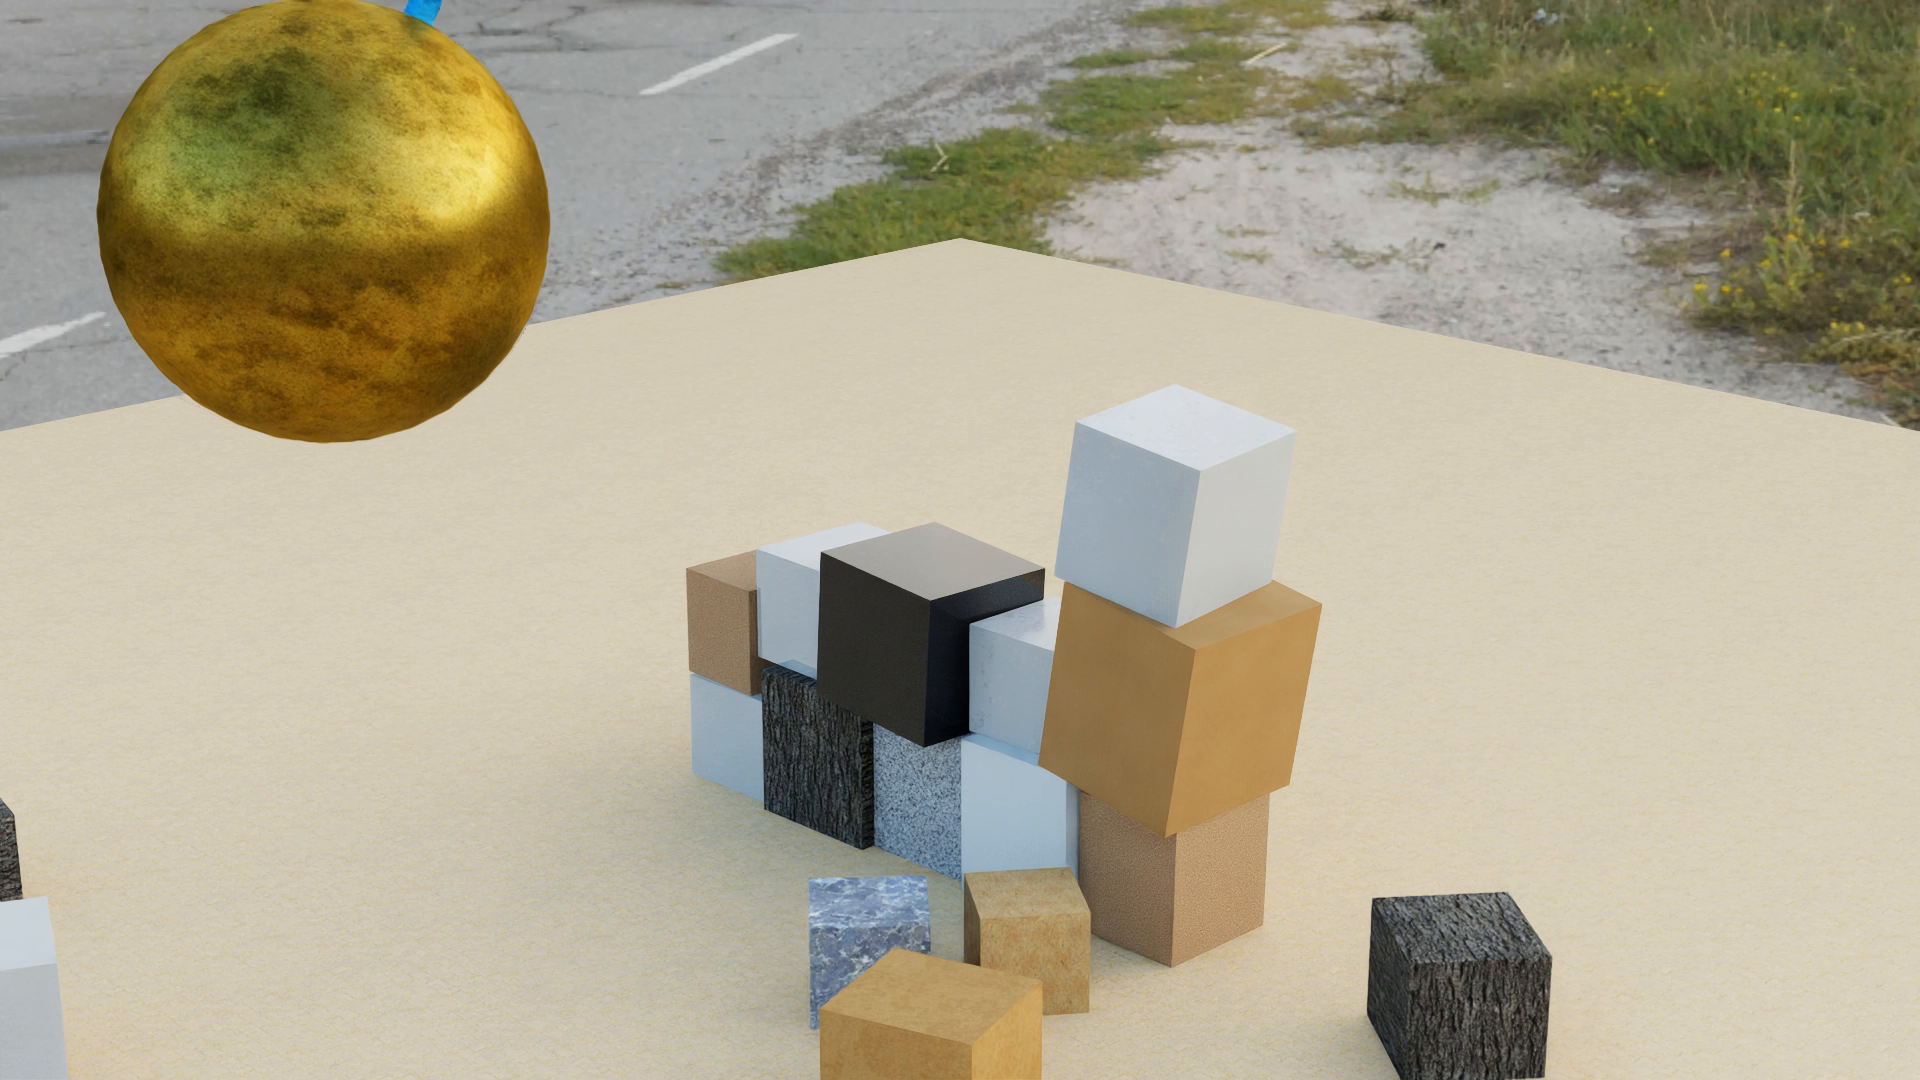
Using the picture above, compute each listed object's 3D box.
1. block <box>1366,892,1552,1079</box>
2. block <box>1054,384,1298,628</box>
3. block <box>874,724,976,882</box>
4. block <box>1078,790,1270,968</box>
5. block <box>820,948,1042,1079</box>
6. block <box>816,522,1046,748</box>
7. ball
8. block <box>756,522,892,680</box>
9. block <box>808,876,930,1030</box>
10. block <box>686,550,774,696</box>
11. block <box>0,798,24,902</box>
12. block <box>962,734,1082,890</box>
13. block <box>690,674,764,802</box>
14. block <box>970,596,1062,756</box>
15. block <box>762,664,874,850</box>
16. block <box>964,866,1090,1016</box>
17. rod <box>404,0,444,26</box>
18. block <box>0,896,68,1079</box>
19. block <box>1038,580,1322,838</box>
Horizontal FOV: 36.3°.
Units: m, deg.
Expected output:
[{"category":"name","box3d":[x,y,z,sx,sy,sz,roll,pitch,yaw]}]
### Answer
[{"category":"block","box3d":[1.995,1.791,11.771,0.569,0.524,0.618,-2,18,-6]},{"category":"block","box3d":[0.907,-0.154,12.346,0.632,0.707,0.725,24,29,32]},{"category":"block","box3d":[0.038,1.111,13.662,0.617,0.687,0.627,-17,24,-42]},{"category":"block","box3d":[0.930,1.394,12.815,0.615,0.645,0.552,-17,25,-42]},{"category":"block","box3d":[-0.106,1.975,11.154,0.639,0.543,0.596,9,19,26]},{"category":"block","box3d":[-0.140,0.421,13.454,0.699,0.706,0.755,-15,26,-40]},{"category":"ball","box3d":[-2.284,-1.149,10.586,1.600,1.600,1.600,0,17,0]},{"category":"block","box3d":[-0.527,0.303,14.059,0.650,0.546,0.613,-15,23,-40]},{"category":"block","box3d":[-0.377,1.707,12.161,0.493,0.451,0.494,-1,17,-3]},{"category":"block","box3d":[-0.962,0.388,14.479,0.587,0.535,0.491,-15,23,-40]},{"category":"block","box3d":[-4.516,1.416,13.036,0.527,0.482,0.501,-11,20,-31]},{"category":"block","box3d":[0.478,1.231,13.200,0.694,0.736,0.641,-17,24,-42]},{"category":"block","box3d":[-0.906,0.911,14.576,0.621,0.521,0.597,-17,24,-42]},{"category":"block","box3d":[0.430,0.614,13.094,0.547,0.506,0.549,-17,24,-42]},{"category":"block","box3d":[-0.442,0.956,14.099,0.735,0.723,0.697,-17,24,-42]},{"category":"block","box3d":[0.275,1.679,12.245,0.456,0.453,0.464,-3,18,-8]},{"category":"rod","box3d":[-0.990,-4.270,10.962,0.080,5.200,0.080,17,-9,42]},{"category":"block","box3d":[-3.889,1.842,11.501,0.681,0.589,0.655,-6,18,-19]},{"category":"block","box3d":[0.939,0.623,12.575,0.825,0.880,0.741,-17,33,-42]}]
